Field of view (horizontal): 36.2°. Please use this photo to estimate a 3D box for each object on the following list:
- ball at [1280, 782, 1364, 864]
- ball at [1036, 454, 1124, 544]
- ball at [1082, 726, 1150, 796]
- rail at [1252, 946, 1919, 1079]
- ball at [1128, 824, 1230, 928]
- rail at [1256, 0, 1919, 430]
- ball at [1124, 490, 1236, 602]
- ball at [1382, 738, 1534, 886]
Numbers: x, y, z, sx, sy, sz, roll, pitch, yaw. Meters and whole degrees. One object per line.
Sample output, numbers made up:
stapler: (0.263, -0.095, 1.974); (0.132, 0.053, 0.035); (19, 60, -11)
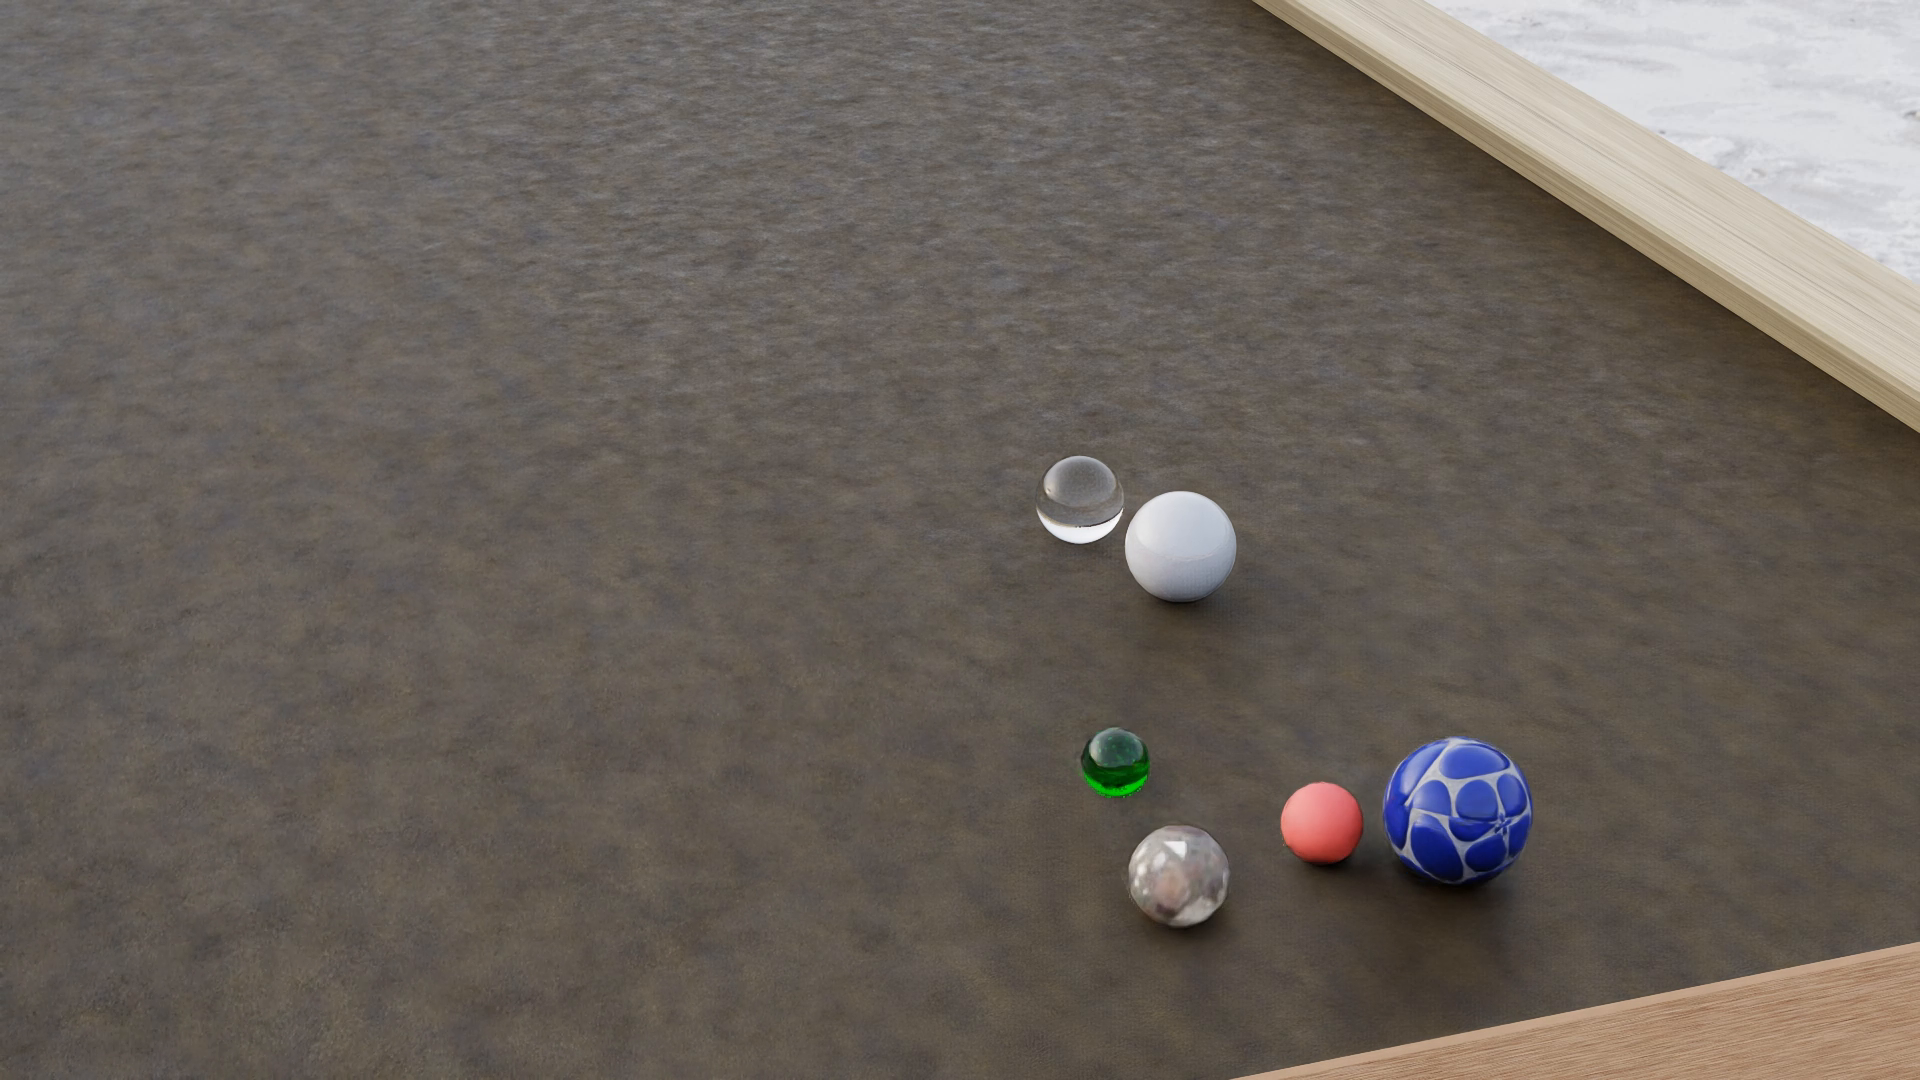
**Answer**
ball: (0.208, 0.163, 1.693); (0.047, 0.047, 0.047); (0, 26, 0)
ball: (0.084, -0.029, 2.074); (0.063, 0.063, 0.063); (0, 26, 0)
ball: (0.094, 0.133, 1.763); (0.041, 0.041, 0.041); (0, 26, 0)
rail: (0.220, 0.270, 1.398); (1.560, 0.109, 0.045); (-8, 27, -16)
ball: (0.122, 0.187, 1.634); (0.057, 0.057, 0.057); (0, 26, 0)
rail: (0.492, -0.428, 2.848); (0.045, 0.109, 2.940); (-8, 27, -16)
ball: (0.149, 0.005, 1.990); (0.076, 0.076, 0.076); (0, 26, 0)
ball: (0.282, 0.154, 1.669); (0.084, 0.084, 0.084); (0, 26, 0)
